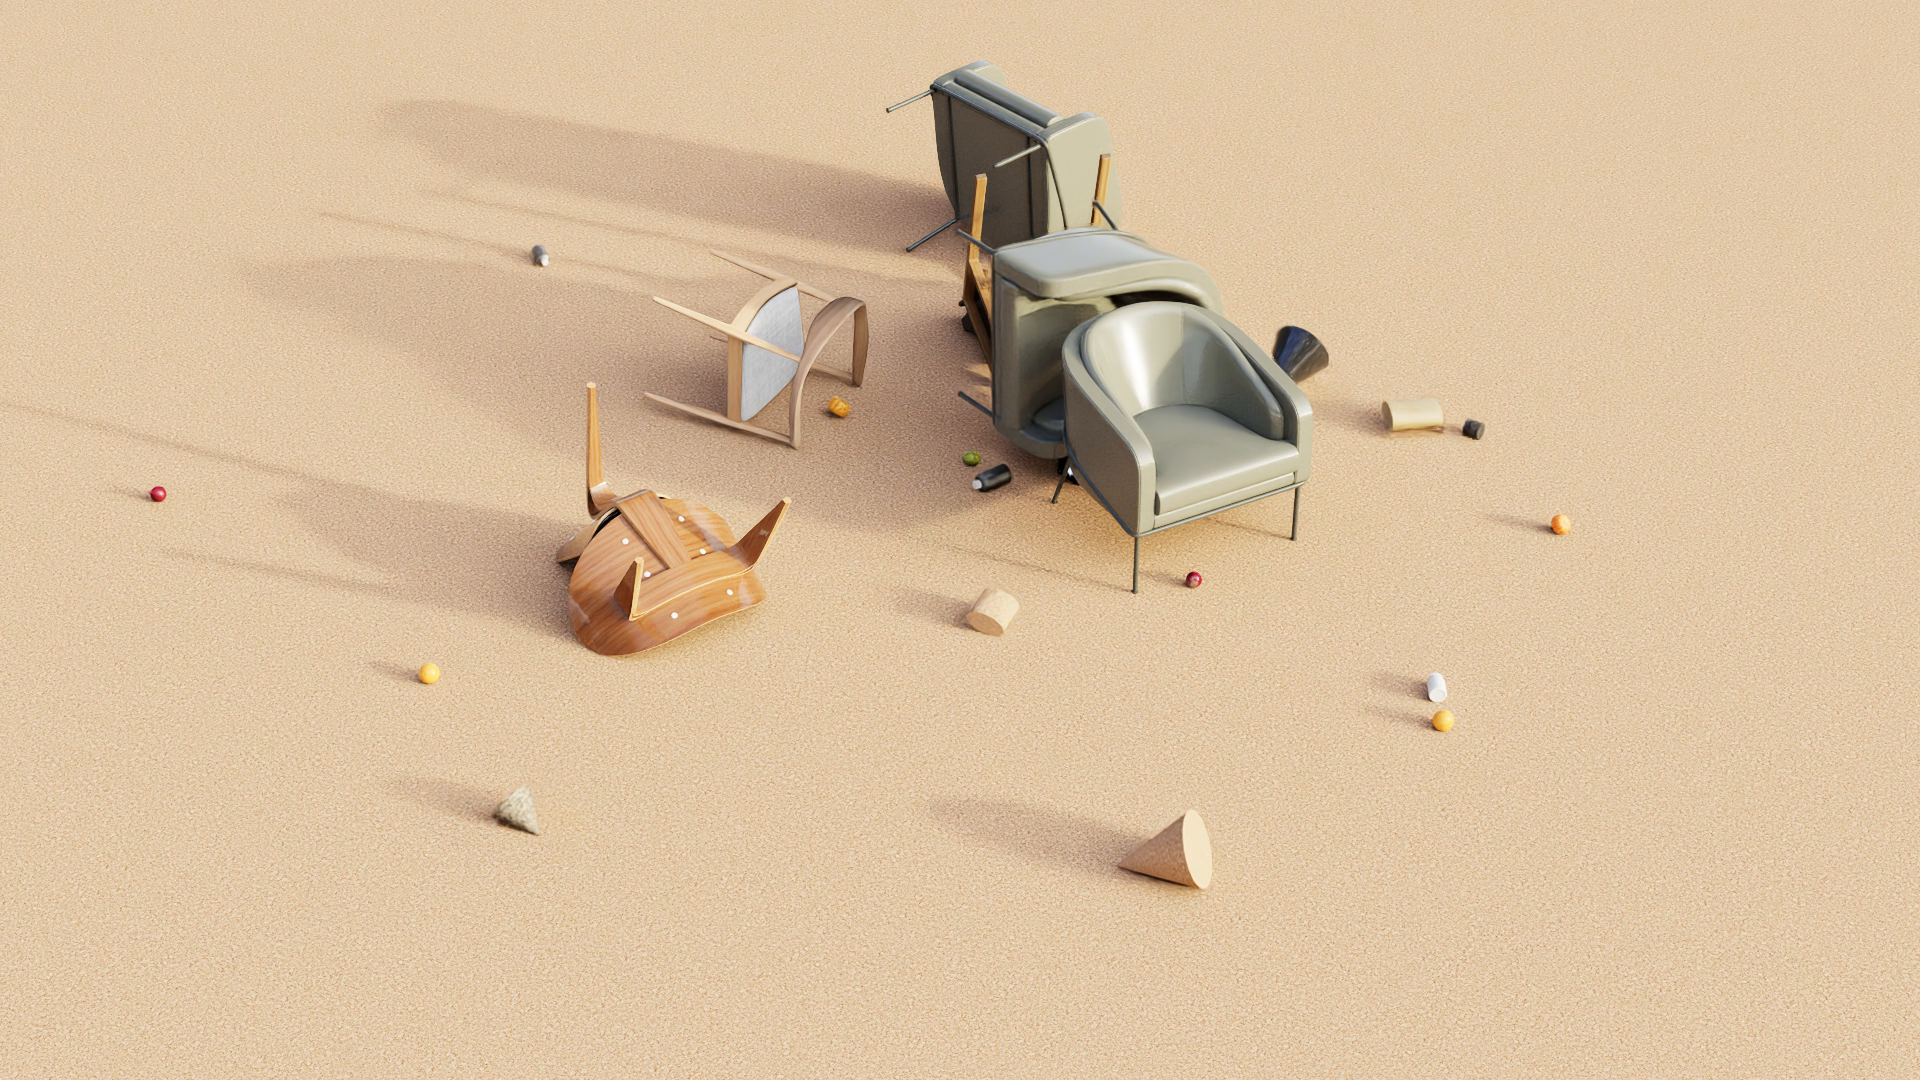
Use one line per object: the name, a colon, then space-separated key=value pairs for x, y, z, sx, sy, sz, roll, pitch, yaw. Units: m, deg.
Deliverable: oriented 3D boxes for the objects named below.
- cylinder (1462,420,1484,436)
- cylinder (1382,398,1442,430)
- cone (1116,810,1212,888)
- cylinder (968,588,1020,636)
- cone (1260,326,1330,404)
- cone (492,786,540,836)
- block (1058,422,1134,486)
cylinder: x=2.025 y=-0.440 z=11.553 sx=0.064 sy=0.064 sz=0.069 roll=1 pitch=40 yaw=33
cylinder: x=1.790 y=-0.496 z=11.607 sx=0.201 sy=0.098 sz=0.170 roll=-4 pitch=26 yaw=-6
cone: x=0.623 y=1.009 z=9.312 sx=0.283 sy=0.242 sz=0.273 roll=-14 pitch=24 yaw=22
cylinder: x=0.119 y=0.257 z=10.475 sx=0.142 sy=0.081 sz=0.163 roll=25 pitch=38 yaw=7
cone: x=1.298 y=-0.659 z=11.832 sx=0.246 sy=0.278 sz=0.325 roll=39 pitch=67 yaw=-1
cone: x=-1.408 y=0.904 z=9.508 sx=0.151 sy=0.159 sz=0.147 roll=49 pitch=25 yaw=15
block: x=0.523 y=-0.333 z=11.336 sx=0.277 sy=0.125 sz=0.120 roll=-23 pitch=40 yaw=-31
